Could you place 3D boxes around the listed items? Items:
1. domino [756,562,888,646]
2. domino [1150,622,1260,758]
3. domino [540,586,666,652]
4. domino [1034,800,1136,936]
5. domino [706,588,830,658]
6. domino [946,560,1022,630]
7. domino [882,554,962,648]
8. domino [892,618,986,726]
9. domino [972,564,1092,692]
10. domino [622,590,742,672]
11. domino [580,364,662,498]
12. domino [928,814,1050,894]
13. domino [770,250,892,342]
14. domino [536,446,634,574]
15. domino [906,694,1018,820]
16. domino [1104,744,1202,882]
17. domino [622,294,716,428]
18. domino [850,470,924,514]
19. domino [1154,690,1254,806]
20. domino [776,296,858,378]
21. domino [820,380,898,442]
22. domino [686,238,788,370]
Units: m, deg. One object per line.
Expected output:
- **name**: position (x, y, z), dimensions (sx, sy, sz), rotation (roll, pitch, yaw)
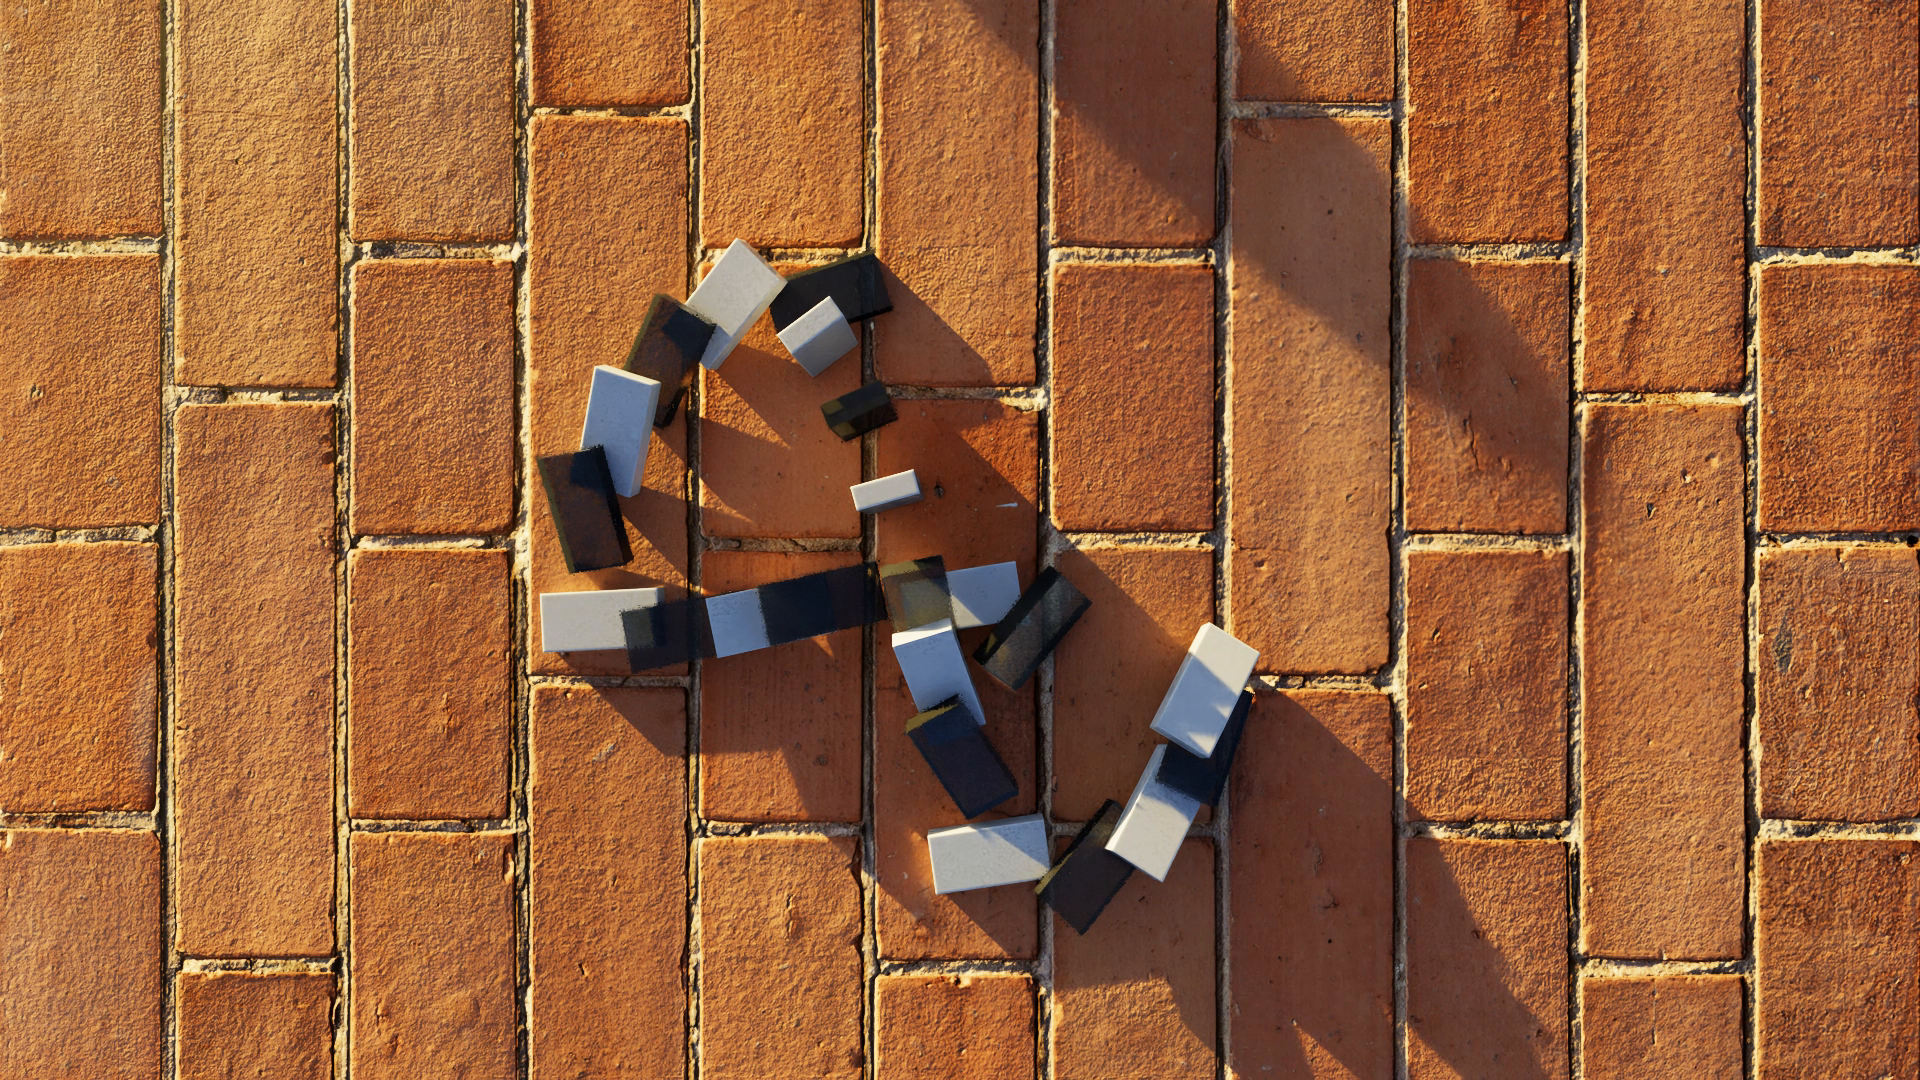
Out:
- **domino**: position (-0.058, 0.026, 0.385), dimensions (0.050, 0.010, 0.025), rotation (-12, 90, -16)
- **domino**: position (0.103, 0.063, 0.384), dimensions (0.025, 0.010, 0.050), rotation (31, 74, 2)
- **domino**: position (-0.153, 0.034, 0.395), dimensions (0.050, 0.009, 0.025), rotation (-3, 90, 0)
- **domino**: position (0.058, 0.138, 0.389), dimensions (0.025, 0.010, 0.050), rotation (44, 76, 0)
- **domino**: position (-0.080, 0.032, 0.389), dimensions (0.050, 0.009, 0.025), rotation (-12, 90, -16)
- **domino**: position (0.001, 0.025, 0.395), dimensions (0.050, 0.010, 0.025), rotation (-9, 90, 0)
- **domino**: position (-0.015, 0.032, 0.381), dimensions (0.025, 0.010, 0.050), rotation (-11, 116, 1)
- **domino**: position (-0.008, 0.059, 0.384), dimensions (0.025, 0.010, 0.050), rotation (-17, 116, 4)
- **domino**: position (0.031, 0.038, 0.389), dimensions (0.050, 0.010, 0.025), rotation (-50, 128, 0)
- **domino**: position (-0.115, 0.038, 0.389), dimensions (0.050, 0.009, 0.025), rotation (-10, 90, -15)
- **domino**: position (-0.145, -0.046, 0.388), dimensions (0.025, 0.009, 0.050), rotation (18, 106, 1)
- **domino**: position (0.013, 0.135, 0.395), dimensions (0.050, 0.010, 0.025), rotation (-8, 90, 0)
- **domino**: position (-0.057, -0.105, 0.395), dimensions (0.050, 0.010, 0.025), rotation (-18, 90, 0)
- **domino**: position (-0.158, -0.013, 0.388), dimensions (0.025, 0.009, 0.050), rotation (-9, 104, 6)
- **domino**: position (0.001, 0.092, 0.386), dimensions (0.025, 0.010, 0.050), rotation (-30, 107, 8)
- **domino**: position (0.085, 0.115, 0.388), dimensions (0.025, 0.009, 0.050), rotation (32, 74, 0)
- **domino**: position (-0.126, -0.076, 0.388), dimensions (0.025, 0.009, 0.050), rotation (31, 107, 0)
- **domino**: position (-0.029, -0.019, 0.375), dimensions (0.025, 0.050, 0.010), rotation (-16, 90, 0)
- **domino**: position (0.104, 0.084, 0.389), dimensions (0.025, 0.010, 0.050), rotation (24, 74, 0)
- **domino**: position (-0.057, -0.082, 0.375), dimensions (0.025, 0.050, 0.009), rotation (-36, 90, 0)
- **domino**: position (-0.040, -0.052, 0.375), dimensions (0.025, 0.050, 0.010), rotation (-24, 90, 0)
- **domino**: position (-0.099, -0.099, 0.389), dimensions (0.025, 0.009, 0.050), rotation (44, 105, 0)
